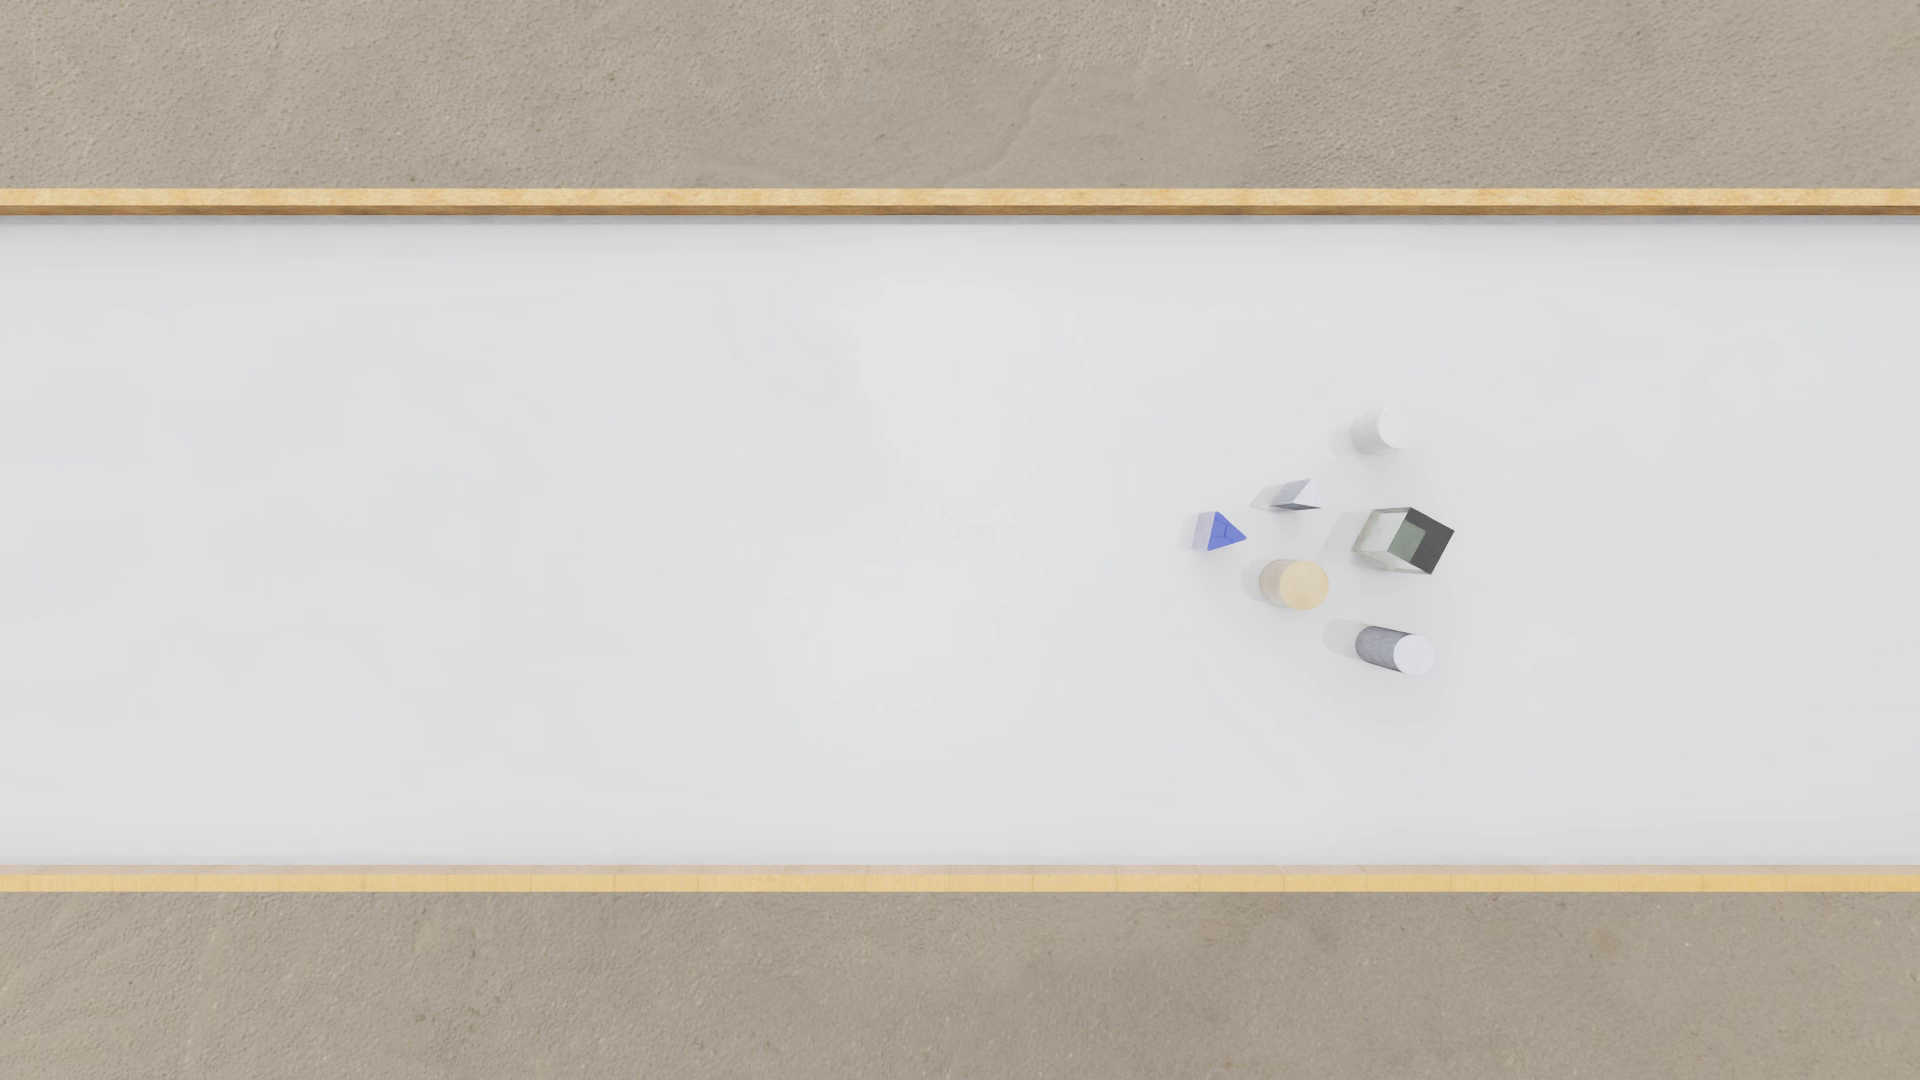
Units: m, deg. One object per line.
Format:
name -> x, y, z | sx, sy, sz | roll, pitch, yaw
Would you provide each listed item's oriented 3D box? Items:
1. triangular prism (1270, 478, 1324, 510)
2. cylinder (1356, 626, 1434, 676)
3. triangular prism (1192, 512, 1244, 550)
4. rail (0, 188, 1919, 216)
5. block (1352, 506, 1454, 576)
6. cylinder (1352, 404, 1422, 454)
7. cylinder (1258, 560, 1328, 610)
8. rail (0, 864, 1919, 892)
triangular prism -> 1.002, -0.138, 4.894 | 0.089, 0.364, 0.077 | 10, 90, 0
cylinder -> 1.274, 0.323, 4.852 | 0.116, 0.450, 0.116 | 0, 90, 0
triangular prism -> 0.755, -0.035, 4.914 | 0.116, 0.325, 0.101 | -17, 90, 0
rail -> -2.247, -1.025, 5.002 | 12.000, 0.150, 0.050 | 0, 90, 0
block -> 1.299, 0.002, 4.863 | 0.142, 0.428, 0.142 | 28, 90, 0
cylinder -> 1.267, -0.327, 4.912 | 0.128, 0.329, 0.128 | 0, 90, 0
cylinder -> 0.991, 0.131, 4.912 | 0.144, 0.328, 0.144 | 0, 90, 0
rail -> -2.247, 1.025, 5.001 | 12.000, 0.150, 0.050 | 0, 90, 0
